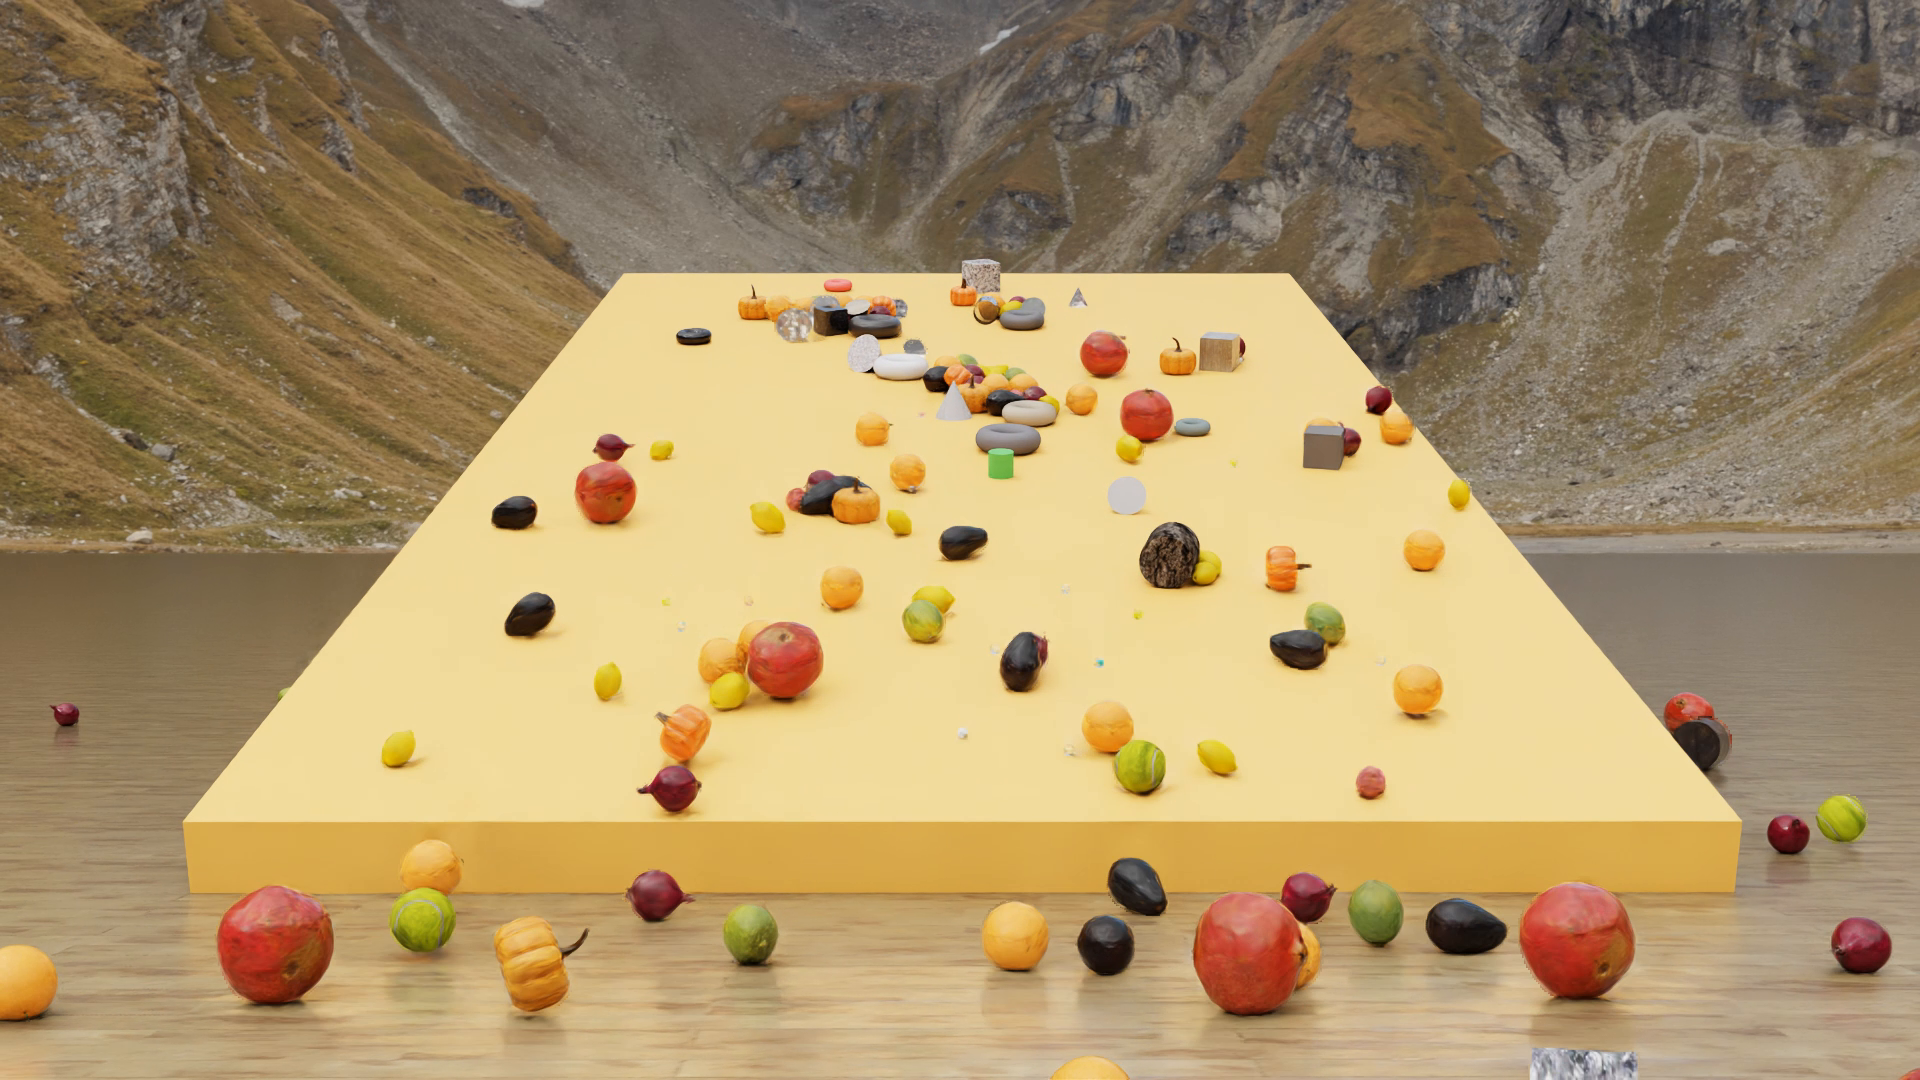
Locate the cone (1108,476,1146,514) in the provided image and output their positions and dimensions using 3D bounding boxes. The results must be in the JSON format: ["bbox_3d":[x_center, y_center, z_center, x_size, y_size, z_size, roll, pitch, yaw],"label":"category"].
[{"bbox_3d":[0.322,-0.078,4.236,0.075,0.075,0.075,0,-10,10],"label":"cone"}]

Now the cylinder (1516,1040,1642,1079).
[{"bbox_3d":[0.462,0.415,1.643,0.075,0.075,0.075,-19,-9,25],"label":"cylinder"}]

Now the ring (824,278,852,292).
[{"bbox_3d":[-0.352,-0.735,6.410,0.083,0.028,0.083,0,18,0],"label":"ring"}]

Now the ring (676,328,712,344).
[{"bbox_3d":[-0.684,-0.523,5.704,0.094,0.031,0.094,-1,16,0],"label":"ring"}]

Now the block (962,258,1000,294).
[{"bbox_3d":[0.061,-0.759,6.394,0.083,0.083,0.083,-8,19,-24],"label":"block"}]

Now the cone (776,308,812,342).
[{"bbox_3d":[-0.426,-0.544,5.756,0.091,0.091,0.091,0,-10,2],"label":"cone"}]

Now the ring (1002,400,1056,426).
[{"bbox_3d":[0.153,-0.279,4.887,0.122,0.041,0.122,1,16,0],"label":"ring"}]

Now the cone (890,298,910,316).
[{"bbox_3d":[-0.172,-0.620,6.034,0.057,0.057,0.057,0,-24,-21],"label":"cone"}]

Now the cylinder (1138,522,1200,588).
[{"bbox_3d":[0.359,0.026,3.795,0.092,0.092,0.092,0,16,14],"label":"cylinder"}]

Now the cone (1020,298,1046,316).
[{"bbox_3d":[0.208,-0.608,5.984,0.074,0.074,0.074,0,-11,22],"label":"cone"}]

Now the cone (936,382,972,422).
[{"bbox_3d":[-0.014,-0.315,4.928,0.084,0.084,0.084,0,17,0],"label":"cone"}]

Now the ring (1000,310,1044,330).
[{"bbox_3d":[0.165,-0.585,5.896,0.120,0.040,0.120,0,18,0],"label":"ring"}]

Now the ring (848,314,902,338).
[{"bbox_3d":[-0.222,-0.558,5.794,0.141,0.047,0.141,1,16,0],"label":"ring"}]

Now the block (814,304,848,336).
[{"bbox_3d":[-0.339,-0.574,5.813,0.066,0.066,0.066,-10,20,-31],"label":"block"}]

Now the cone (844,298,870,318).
[{"bbox_3d":[-0.264,-0.588,5.866,0.069,0.069,0.069,-8,40,7],"label":"cone"}]

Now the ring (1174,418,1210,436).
[{"bbox_3d":[0.502,-0.244,4.796,0.079,0.026,0.079,-1,18,0],"label":"ring"}]

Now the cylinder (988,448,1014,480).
[{"bbox_3d":[0.082,-0.153,4.453,0.051,0.051,0.051,0,17,0],"label":"cylinder"}]

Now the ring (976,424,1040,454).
[{"bbox_3d":[0.101,-0.212,4.656,0.139,0.046,0.139,1,16,0],"label":"ring"}]

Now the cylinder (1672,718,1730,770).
[{"bbox_3d":[1.491,0.412,4.474,0.099,0.099,0.099,0,-1,30],"label":"cylinder"}]

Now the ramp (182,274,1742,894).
[{"bbox_3d":[-0.003,-0.172,4.775,2.000,0.100,4.000,0,17,0],"label":"ramp"}]

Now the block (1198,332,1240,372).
[{"bbox_3d":[0.633,-0.458,5.410,0.081,0.081,0.081,6,18,19],"label":"block"}]

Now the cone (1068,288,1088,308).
[{"bbox_3d":[0.329,-0.679,6.183,0.054,0.054,0.054,0,17,0],"label":"cone"}]

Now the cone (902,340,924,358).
[{"bbox_3d":[-0.124,-0.464,5.520,0.058,0.058,0.058,0,-11,-20],"label":"cone"}]

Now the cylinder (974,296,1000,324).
[{"bbox_3d":[0.071,-0.616,5.952,0.066,0.066,0.066,0,17,5],"label":"cylinder"}]

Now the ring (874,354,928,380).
[{"bbox_3d":[-0.141,-0.415,5.330,0.134,0.045,0.134,1,17,0],"label":"ring"}]

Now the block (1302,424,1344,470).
[{"bbox_3d":[0.743,-0.189,4.536,0.073,0.073,0.073,5,18,15],"label":"block"}]

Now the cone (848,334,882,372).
[{"bbox_3d":[-0.207,-0.441,5.414,0.096,0.096,0.096,0,-13,34],"label":"cone"}]
